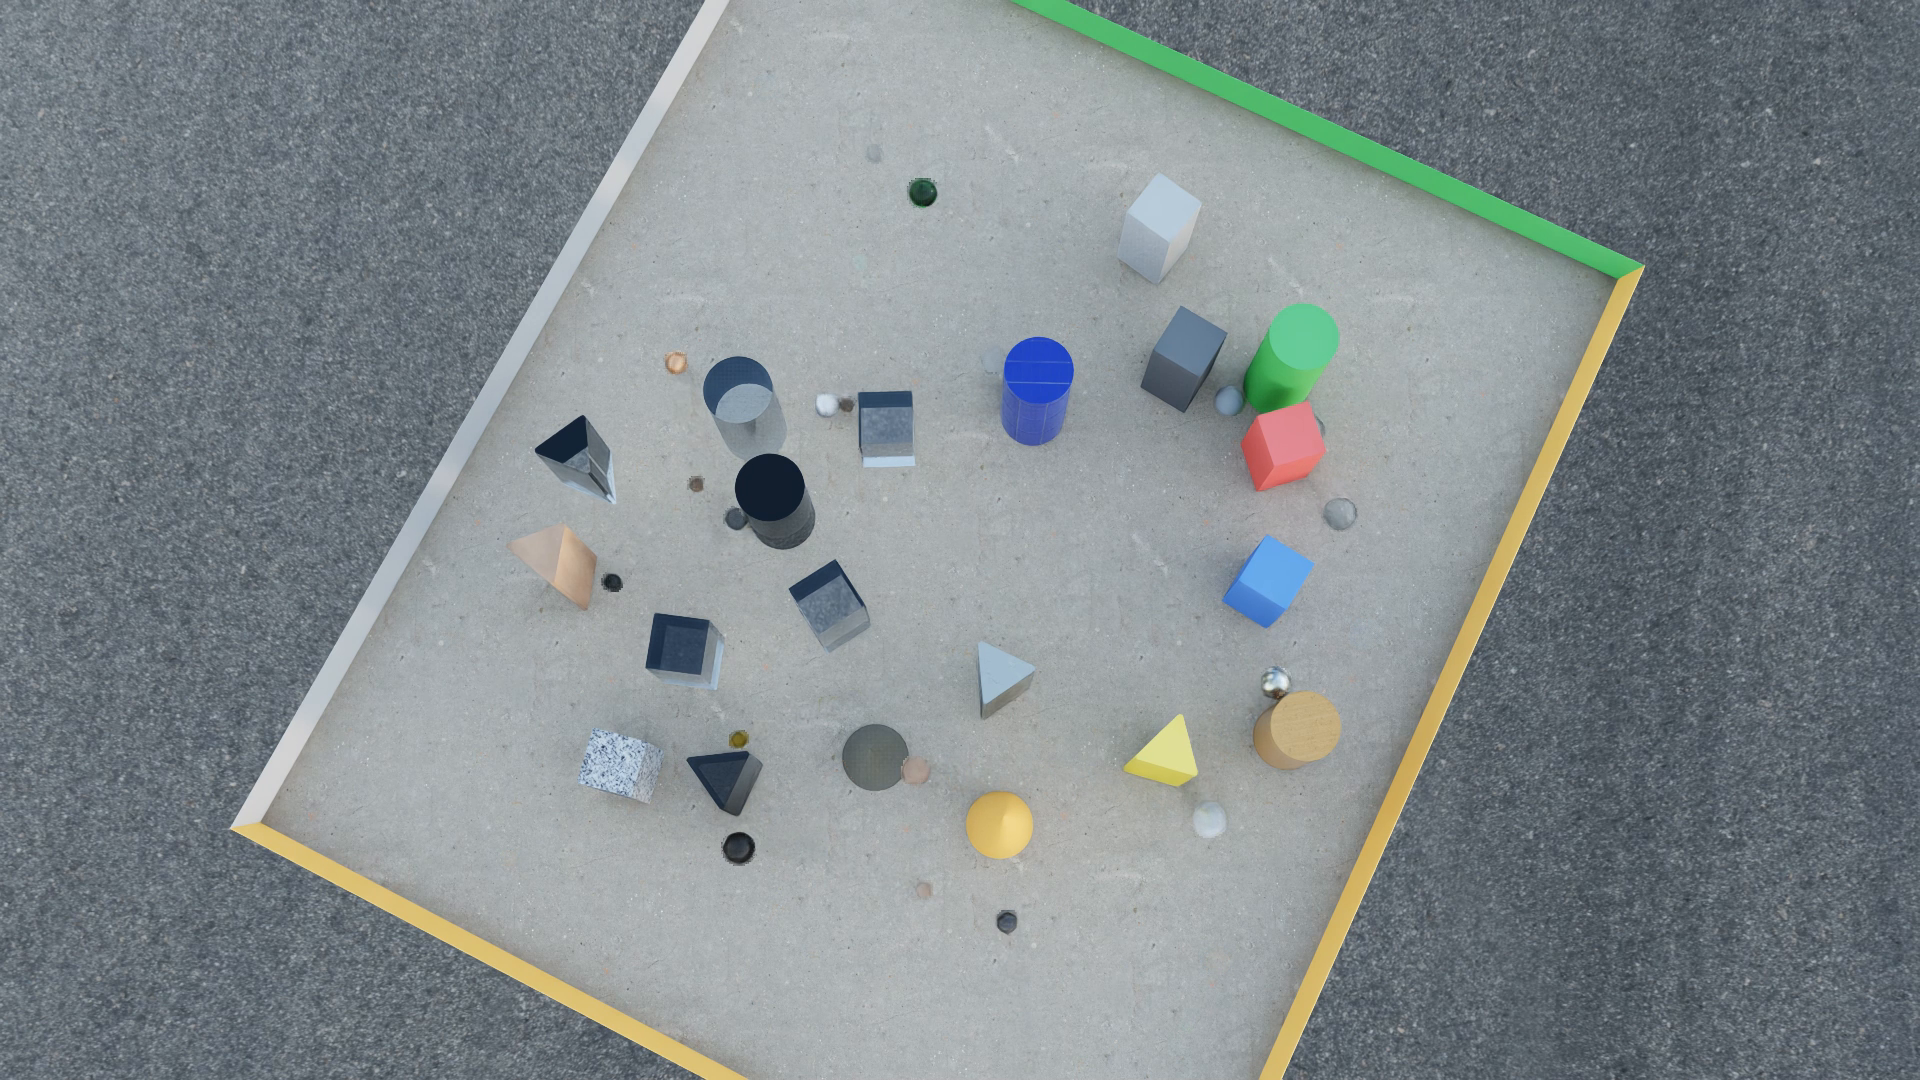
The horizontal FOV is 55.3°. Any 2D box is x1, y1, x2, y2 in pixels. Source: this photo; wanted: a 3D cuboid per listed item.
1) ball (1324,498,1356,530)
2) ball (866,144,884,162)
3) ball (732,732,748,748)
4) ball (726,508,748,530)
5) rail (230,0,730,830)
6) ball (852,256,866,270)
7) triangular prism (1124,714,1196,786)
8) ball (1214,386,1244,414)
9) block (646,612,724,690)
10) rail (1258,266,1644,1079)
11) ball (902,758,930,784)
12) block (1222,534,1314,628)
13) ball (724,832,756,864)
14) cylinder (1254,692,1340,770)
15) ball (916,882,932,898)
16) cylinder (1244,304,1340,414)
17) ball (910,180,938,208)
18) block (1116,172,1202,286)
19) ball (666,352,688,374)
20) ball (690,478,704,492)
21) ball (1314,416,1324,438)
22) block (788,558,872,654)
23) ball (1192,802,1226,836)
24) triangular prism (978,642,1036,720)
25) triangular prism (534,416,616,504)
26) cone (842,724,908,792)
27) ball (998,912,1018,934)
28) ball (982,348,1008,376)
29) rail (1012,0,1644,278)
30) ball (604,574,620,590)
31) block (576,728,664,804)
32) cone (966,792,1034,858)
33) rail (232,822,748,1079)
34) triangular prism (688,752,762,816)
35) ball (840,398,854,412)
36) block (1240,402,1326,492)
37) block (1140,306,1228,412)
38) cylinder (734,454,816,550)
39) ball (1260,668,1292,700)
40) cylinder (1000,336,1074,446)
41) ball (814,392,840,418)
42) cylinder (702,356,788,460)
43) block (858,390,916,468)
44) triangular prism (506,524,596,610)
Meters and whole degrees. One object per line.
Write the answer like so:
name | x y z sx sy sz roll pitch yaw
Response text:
ball | 1.158 -0.081 5.582 0.100 0.100 0.100 0 78 0
ball | -0.272 -1.235 5.844 0.056 0.056 0.056 0 78 0
ball | -0.659 0.598 5.469 0.048 0.048 0.048 0 78 0
ball | -0.683 -0.063 5.596 0.066 0.066 0.066 0 78 0
rail | -1.329 -0.644 5.683 0.045 0.130 3.432 26 80 5
ball | -0.320 -0.875 5.776 0.042 0.042 0.042 0 78 0
triangular prism | 0.592 0.596 5.277 0.173 0.424 0.150 16 79 3
ball | 0.832 -0.433 5.661 0.090 0.090 0.090 0 78 0
block | -0.802 0.330 5.371 0.160 0.347 0.160 7 78 2
rail | 1.329 0.657 5.413 0.045 0.130 3.432 26 80 5
ball | -0.129 0.685 5.434 0.081 0.081 0.081 0 78 0
block | 0.906 0.126 5.413 0.160 0.348 0.160 32 80 6
ball | -0.648 0.904 5.382 0.093 0.093 0.093 0 78 0
cylinder | 0.978 0.558 5.339 0.200 0.317 0.200 0 78 0
ball | -0.107 1.027 5.379 0.048 0.048 0.048 0 78 0
cylinder | 0.984 -0.532 5.477 0.200 0.490 0.200 0 78 0
ball | -0.116 -1.097 5.799 0.088 0.088 0.088 0 78 0
block | 0.607 -0.949 5.623 0.160 0.373 0.160 37 81 7
ball | -0.882 -0.548 5.696 0.067 0.067 0.067 0 78 0
ball | -0.809 -0.169 5.629 0.044 0.044 0.044 0 78 0
ball | 1.075 -0.337 5.639 0.093 0.093 0.093 0 78 0
block | -0.378 0.200 5.382 0.160 0.378 0.160 -32 80 -6
ball | 0.735 0.820 5.396 0.100 0.100 0.100 0 78 0
triangular prism | 0.097 0.388 5.316 0.173 0.431 0.150 -34 80 -7
triangular prism | -1.112 -0.251 5.462 0.173 0.405 0.150 22 79 4
cone | -0.253 0.620 5.334 0.200 0.303 0.200 0 78 0
ball | 0.139 1.118 5.354 0.061 0.061 0.061 0 78 0
ball | 0.109 -0.550 5.687 0.085 0.085 0.085 0 78 0
rail | 0.757 -1.475 5.855 3.018 0.130 0.045 26 80 5
ball | -1.055 0.127 5.564 0.051 0.051 0.051 0 78 0
block | -0.980 0.658 5.318 0.160 0.319 0.160 14 79 3
cone | 0.118 0.800 5.219 0.200 0.454 0.200 0 78 0
rail | -0.757 1.489 5.241 3.018 0.130 0.045 26 80 5
triangular prism | -0.651 0.673 5.288 0.150 0.370 0.173 -35 80 -7
ball | -0.351 -0.417 5.680 0.045 0.045 0.045 0 78 0
block | 0.968 -0.278 5.510 0.160 0.322 0.160 -17 79 -3
block | 0.672 -0.541 5.532 0.160 0.385 0.160 32 80 6
cylinder | -0.543 -0.109 5.431 0.200 0.408 0.200 0 78 0
ball | 0.938 0.427 5.442 0.091 0.091 0.091 0 78 0
cylinder | 0.226 -0.437 5.466 0.200 0.472 0.200 0 78 0
ball | -0.411 -0.417 5.663 0.078 0.078 0.078 0 78 0
cylinder | -0.636 -0.385 5.467 0.200 0.450 0.200 0 78 0
block | -0.220 -0.333 5.543 0.160 0.279 0.160 -1 78 0
triangular prism | -1.159 0.057 5.366 0.173 0.468 0.150 38 81 7
